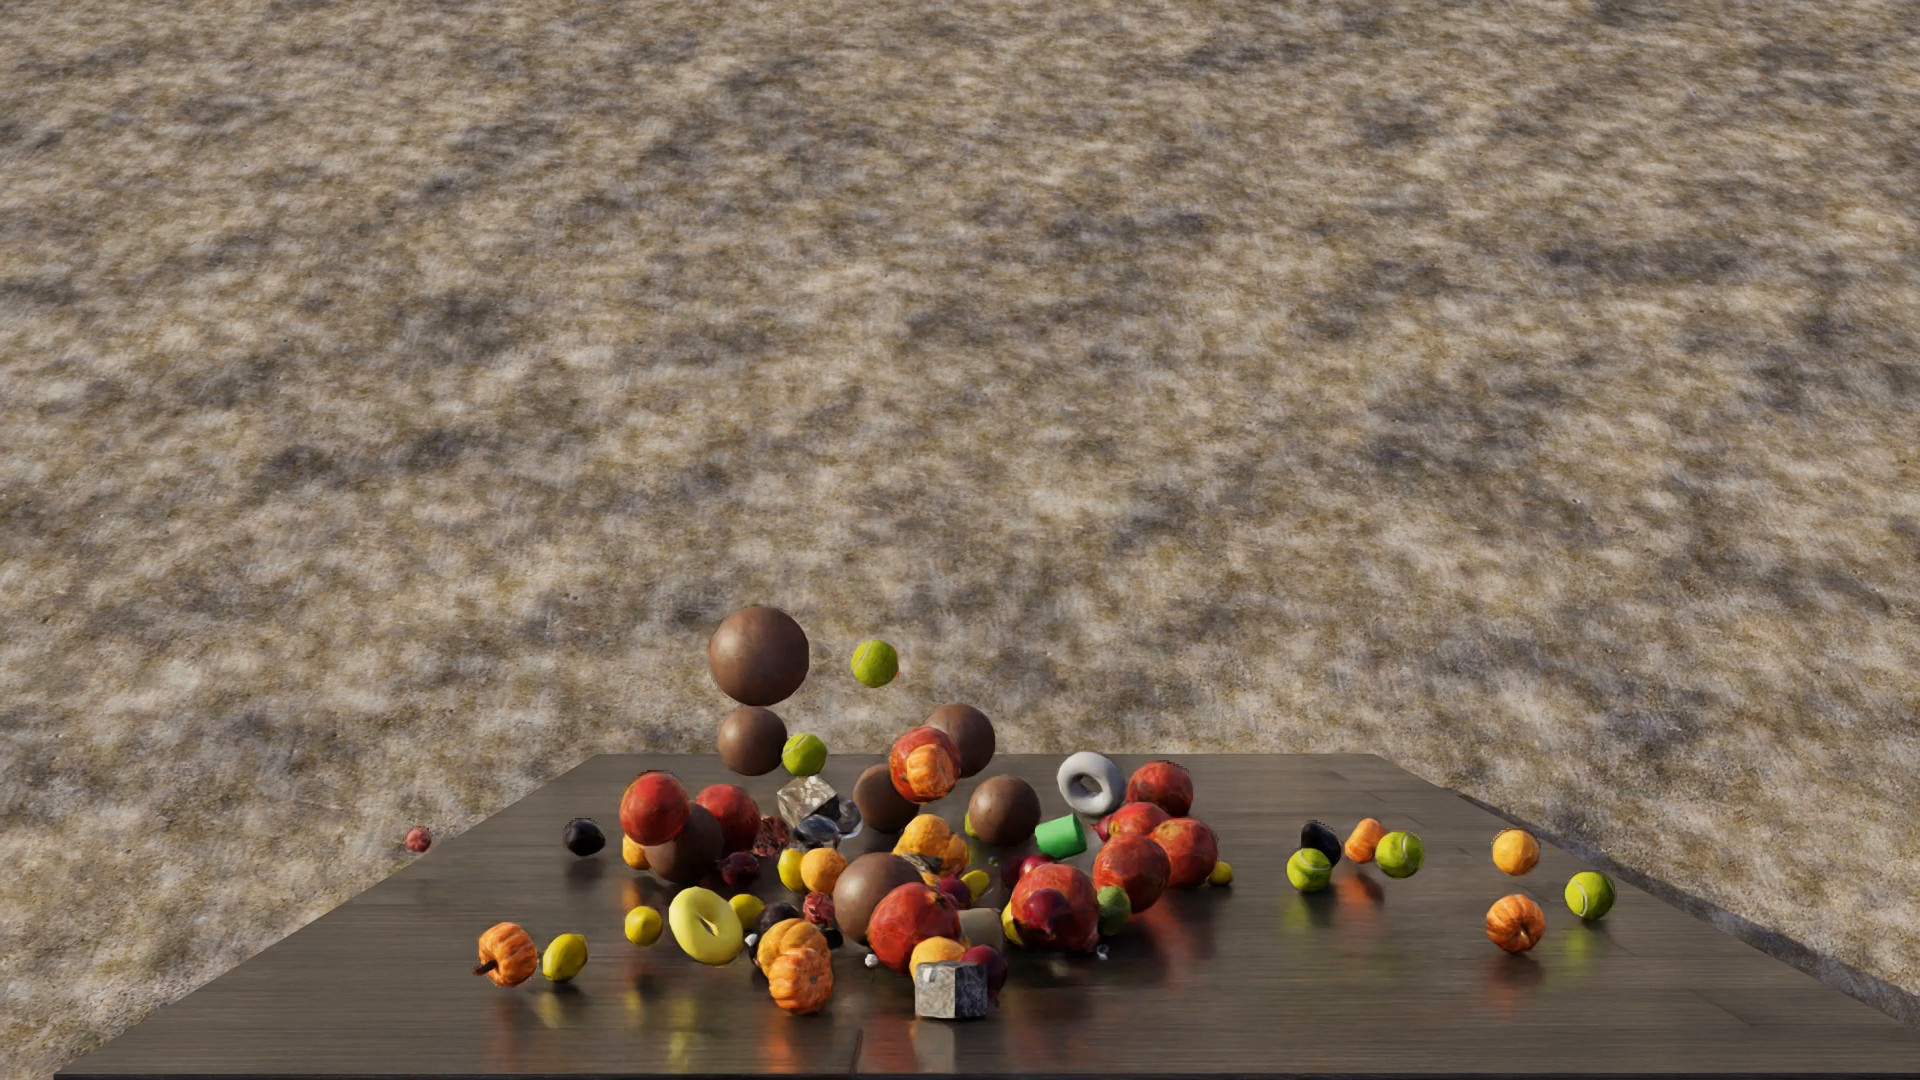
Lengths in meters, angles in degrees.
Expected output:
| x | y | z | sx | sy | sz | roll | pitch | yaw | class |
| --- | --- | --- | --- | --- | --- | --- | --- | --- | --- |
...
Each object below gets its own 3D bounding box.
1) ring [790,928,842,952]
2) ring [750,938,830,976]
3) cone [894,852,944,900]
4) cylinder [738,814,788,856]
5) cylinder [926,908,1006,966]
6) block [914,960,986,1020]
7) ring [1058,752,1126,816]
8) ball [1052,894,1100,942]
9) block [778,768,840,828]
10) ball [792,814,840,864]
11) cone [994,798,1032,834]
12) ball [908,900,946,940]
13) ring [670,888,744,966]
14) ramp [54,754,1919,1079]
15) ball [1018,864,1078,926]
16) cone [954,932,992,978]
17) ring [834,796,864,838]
| x | y | z | sx | sy | sz | roll | pitch | yaw | class |
| --- | --- | --- | --- | --- | --- | --- | --- | --- | --- |
| -0.195 | 0.531 | 3.411 | 0.083 | 0.028 | 0.083 | -11 | -5 | -1 | ring |
| -0.217 | 0.530 | 3.294 | 0.102 | 0.034 | 0.102 | 6 | 2 | 0 | ring |
| -0.047 | 0.491 | 3.883 | 0.074 | 0.074 | 0.074 | 22 | 28 | 32 | cone |
| -0.343 | 0.514 | 4.505 | 0.070 | 0.070 | 0.070 | -15 | 0 | -23 | cylinder |
| 0.008 | 0.511 | 3.309 | 0.074 | 0.074 | 0.074 | -2 | 27 | -33 | cylinder |
| -0.010 | 0.517 | 2.976 | 0.058 | 0.058 | 0.058 | -2 | -5 | 39 | block |
| 0.262 | 0.485 | 5.132 | 0.144 | 0.144 | 0.048 | 13 | 33 | 21 | ring |
| 0.158 | 0.517 | 3.537 | 0.064 | 0.064 | 0.064 | 0 | 30 | 0 | ball |
| -0.268 | 0.470 | 4.590 | 0.076 | 0.076 | 0.076 | -35 | 57 | -23 | block |
| -0.244 | 0.508 | 4.400 | 0.082 | 0.082 | 0.082 | 0 | 30 | 0 | ball |
| 0.084 | 0.533 | 4.855 | 0.072 | 0.072 | 0.072 | 23 | 42 | 34 | cone |
| -0.045 | 0.521 | 3.552 | 0.055 | 0.055 | 0.055 | 0 | 30 | 0 | ball |
| -0.321 | 0.489 | 3.274 | 0.110 | 0.037 | 0.110 | 36 | 29 | -23 | ring |
| 0.067 | 0.599 | 4.659 | 2.000 | 0.100 | 4.000 | 0 | 0 | 0 | ramp |
| 0.126 | 0.505 | 3.687 | 0.087 | 0.087 | 0.087 | 0 | 30 | 0 | ball |
| 0.009 | 0.518 | 3.227 | 0.056 | 0.056 | 0.056 | -6 | -3 | 0 | cone |
| -0.210 | 0.498 | 4.652 | 0.082 | 0.027 | 0.082 | 25 | 44 | -27 | ring |
